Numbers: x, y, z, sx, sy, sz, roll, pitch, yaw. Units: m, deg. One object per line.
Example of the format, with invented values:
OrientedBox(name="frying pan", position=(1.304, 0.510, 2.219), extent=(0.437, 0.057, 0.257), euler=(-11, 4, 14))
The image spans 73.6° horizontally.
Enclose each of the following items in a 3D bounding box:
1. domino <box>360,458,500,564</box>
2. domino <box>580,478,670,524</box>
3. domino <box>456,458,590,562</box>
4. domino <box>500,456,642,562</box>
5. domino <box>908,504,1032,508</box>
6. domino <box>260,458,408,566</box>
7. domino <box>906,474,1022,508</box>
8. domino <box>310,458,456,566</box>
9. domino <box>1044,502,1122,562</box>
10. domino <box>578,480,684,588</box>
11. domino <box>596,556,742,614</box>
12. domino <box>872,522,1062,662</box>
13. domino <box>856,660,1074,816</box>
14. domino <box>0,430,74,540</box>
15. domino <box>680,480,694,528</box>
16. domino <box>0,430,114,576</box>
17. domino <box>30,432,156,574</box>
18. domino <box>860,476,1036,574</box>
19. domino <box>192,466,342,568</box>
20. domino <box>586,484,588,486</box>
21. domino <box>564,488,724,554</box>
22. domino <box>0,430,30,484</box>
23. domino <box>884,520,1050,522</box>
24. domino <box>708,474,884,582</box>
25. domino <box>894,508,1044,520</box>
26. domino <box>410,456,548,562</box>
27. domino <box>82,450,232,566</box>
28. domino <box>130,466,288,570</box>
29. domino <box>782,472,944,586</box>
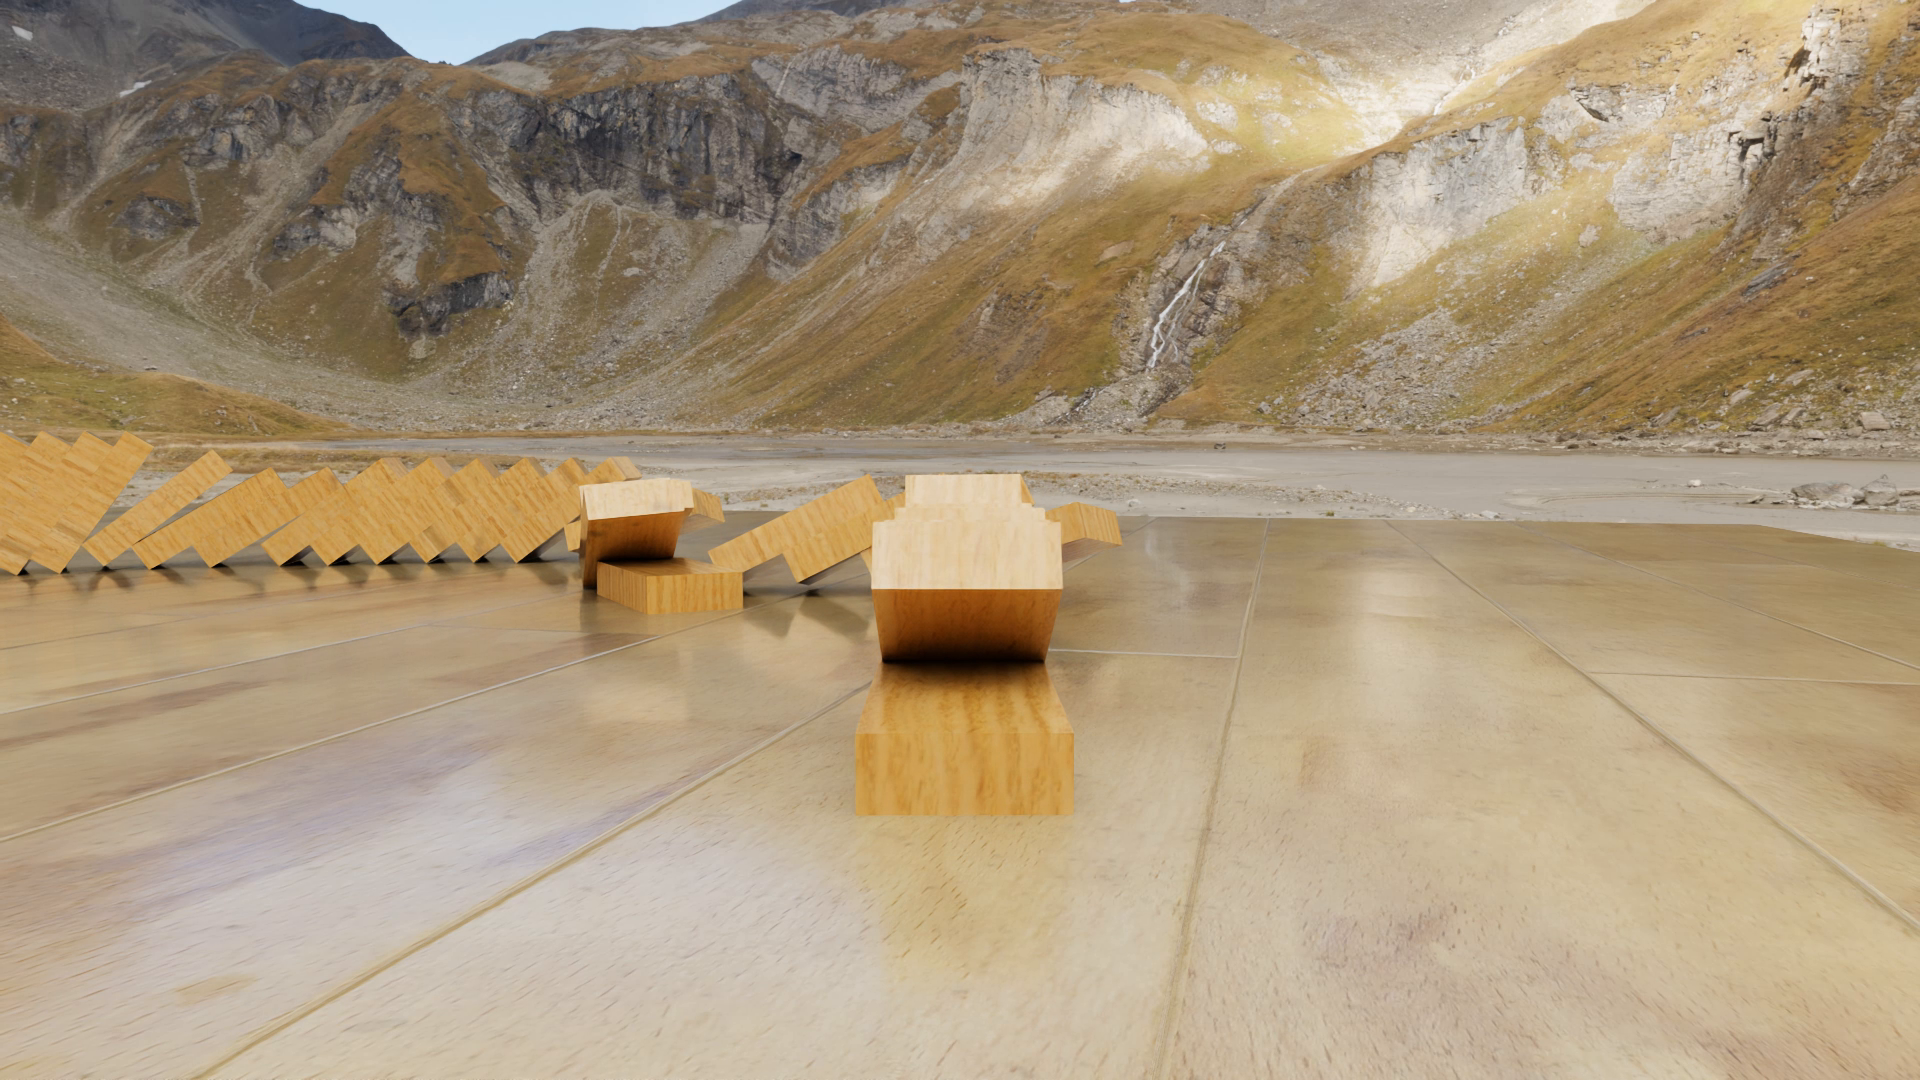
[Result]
OrientedBox(name="domino", position=(-0.191, -0.011, 0.465), extent=(0.050, 0.010, 0.025), euler=(-38, 11, -7))
OrientedBox(name="domino", position=(-0.100, -0.003, 0.384), extent=(0.025, 0.010, 0.050), euler=(-7, -20, -18))
OrientedBox(name="domino", position=(-0.160, -0.012, 0.473), extent=(0.050, 0.010, 0.025), euler=(-38, 10, -7))
OrientedBox(name="domino", position=(-0.141, -0.012, 0.469), extent=(0.050, 0.009, 0.025), euler=(-37, 4, 2))
OrientedBox(name="domino", position=(0.001, 0.006, 0.281), extent=(0.025, 0.010, 0.050), euler=(0, -22, -2))
OrientedBox(name="domino", position=(-0.222, -0.011, 0.460), extent=(0.050, 0.010, 0.025), euler=(-38, 11, -7))
OrientedBox(name="domino", position=(0.001, 0.002, 0.299), extent=(0.025, 0.010, 0.050), euler=(-1, -29, -1))
OrientedBox(name="domino", position=(-0.206, -0.011, 0.462), extent=(0.050, 0.010, 0.025), euler=(-38, 11, -7))
OrientedBox(name="domino", position=(0.016, 0.003, 0.348), extent=(0.050, 0.009, 0.025), euler=(-18, -13, 28))
OrientedBox(name="domino", position=(-0.094, -0.001, 0.363), extent=(0.025, 0.010, 0.050), euler=(-6, -21, -20))
OrientedBox(name="domino", position=(-0.080, 0.012, 0.348), extent=(0.025, 0.010, 0.050), euler=(-2, 5, -30))
OrientedBox(name="domino", position=(0.001, 0.012, 0.192), extent=(0.025, 0.009, 0.050), euler=(0, -23, -1))
OrientedBox(name="domino", position=(0.000, 0.025, 0.172), extent=(0.025, 0.009, 0.050), euler=(0, 4, 0))
OrientedBox(name="domino", position=(-0.313, -0.013, 0.424), extent=(0.010, 0.050, 0.025), euler=(36, -15, -29))
OrientedBox(name="domino", position=(-0.109, -0.005, 0.432), extent=(0.025, 0.010, 0.050), euler=(-2, -21, -28))
OrientedBox(name="domino", position=(-0.303, -0.013, 0.429), extent=(0.010, 0.050, 0.025), euler=(37, -15, -28))
OrientedBox(name="domino", position=(-0.293, -0.013, 0.435), extent=(0.010, 0.050, 0.025), euler=(37, -15, -28))
OrientedBox(name="domino", position=(-0.004, -0.002, 0.371), extent=(0.050, 0.010, 0.025), euler=(-26, -4, -4))
OrientedBox(name="domino", position=(-0.246, -0.009, 0.459), extent=(0.050, 0.009, 0.025), euler=(-36, 18, -19))
OrientedBox(name="domino", position=(-0.106, -0.004, 0.408), extent=(0.025, 0.010, 0.050), euler=(-5, -20, -18))
OrientedBox(name="domino", position=(-0.114, -0.006, 0.464), extent=(0.050, 0.010, 0.025), euler=(-16, -9, 9))
OrientedBox(name="domino", position=(-0.323, -0.012, 0.417), extent=(0.010, 0.050, 0.025), euler=(36, -15, -29))
OrientedBox(name="domino", position=(0.001, 0.011, 0.216), extent=(0.025, 0.009, 0.050), euler=(0, -23, 0))
OrientedBox(name="domino", position=(-0.046, -0.002, 0.371), extent=(0.050, 0.010, 0.025), euler=(-26, -4, -5))
OrientedBox(name="domino", position=(0.002, 0.009, 0.235), extent=(0.025, 0.010, 0.050), euler=(1, -23, 2))
OrientedBox(name="domino", position=(-0.175, -0.012, 0.469), extent=(0.050, 0.010, 0.025), euler=(-38, 10, -7))
OrientedBox(name="domino", position=(-0.279, -0.011, 0.446), extent=(0.050, 0.009, 0.025), euler=(-47, 23, -25))
OrientedBox(name="domino", position=(-0.263, -0.009, 0.452), extent=(0.050, 0.010, 0.025), euler=(-37, 20, -21))
OrientedBox(name="domino", position=(-0.025, -0.003, 0.368), extent=(0.050, 0.010, 0.025), euler=(-26, -4, -1))
